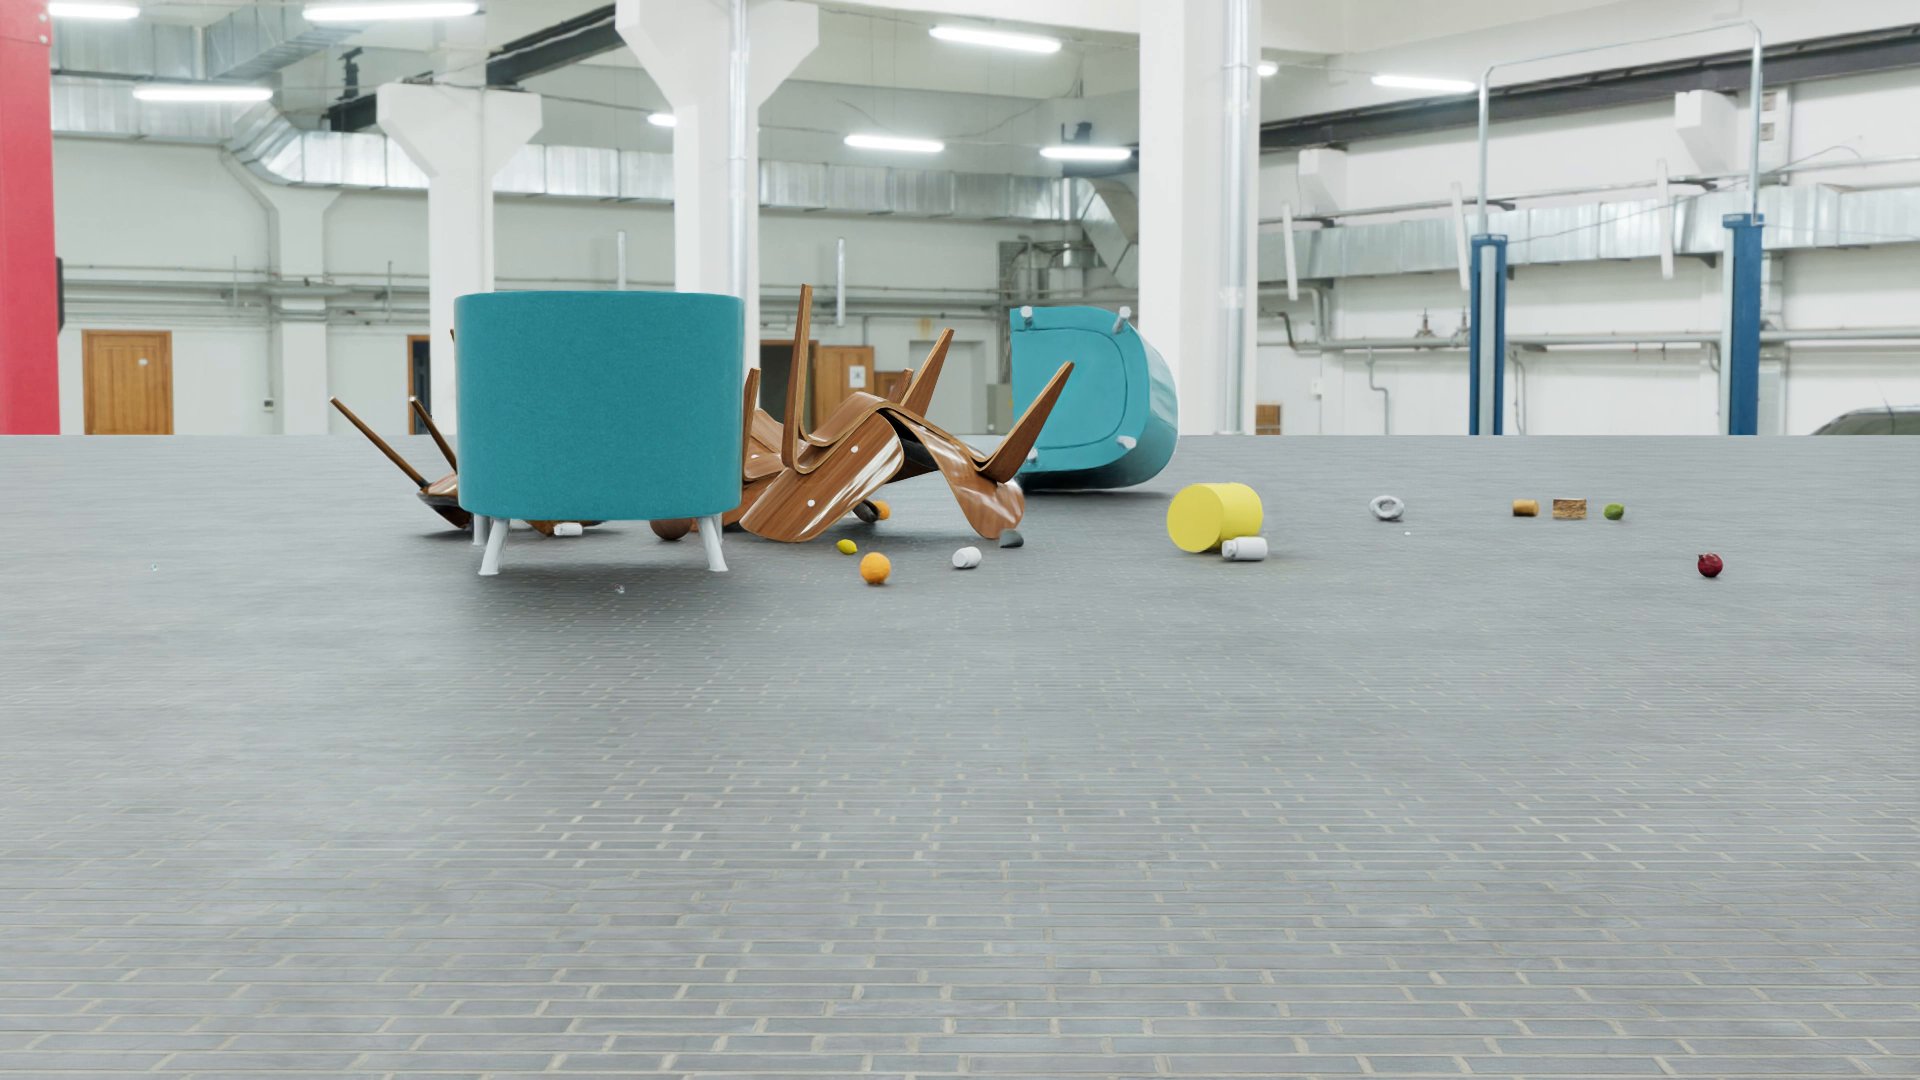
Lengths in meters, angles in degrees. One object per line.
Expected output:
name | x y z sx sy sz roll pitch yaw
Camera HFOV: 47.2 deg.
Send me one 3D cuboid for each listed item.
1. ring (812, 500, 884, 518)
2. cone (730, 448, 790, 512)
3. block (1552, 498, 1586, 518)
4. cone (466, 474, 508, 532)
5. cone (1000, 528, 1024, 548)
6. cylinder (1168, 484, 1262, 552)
ring | -0.396 -0.108 7.748 0.256 0.051 0.250 -1 5 -7
cone | -0.739 -0.226 8.125 0.206 0.235 0.250 3 5 39
block | 2.134 -0.111 7.698 0.063 0.064 0.092 -4 5 -44
cone | -1.508 -0.124 7.004 0.133 0.185 0.157 -2 4 -22
cone | 0.130 0.007 6.252 0.050 0.062 0.121 -37 17 -24
cylinder | 0.707 -0.062 6.095 0.160 0.181 0.213 -4 -16 -42
